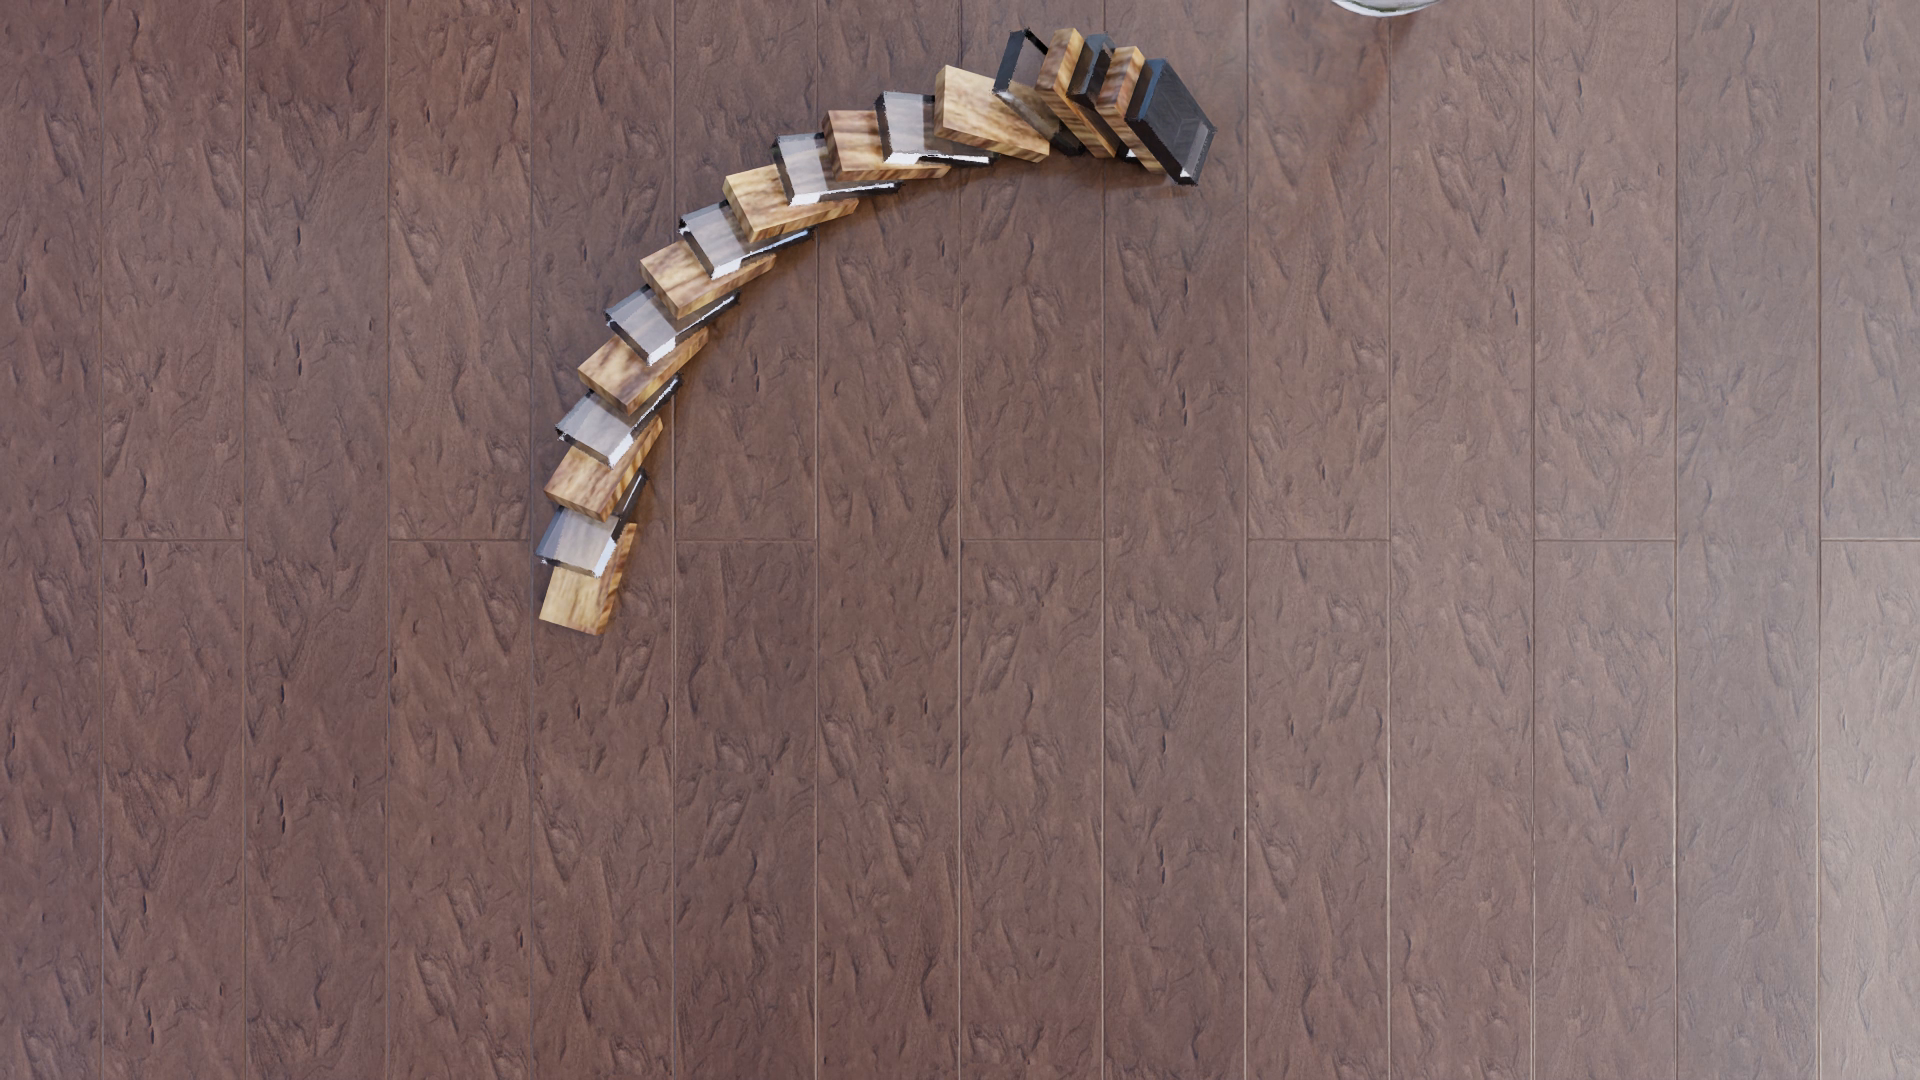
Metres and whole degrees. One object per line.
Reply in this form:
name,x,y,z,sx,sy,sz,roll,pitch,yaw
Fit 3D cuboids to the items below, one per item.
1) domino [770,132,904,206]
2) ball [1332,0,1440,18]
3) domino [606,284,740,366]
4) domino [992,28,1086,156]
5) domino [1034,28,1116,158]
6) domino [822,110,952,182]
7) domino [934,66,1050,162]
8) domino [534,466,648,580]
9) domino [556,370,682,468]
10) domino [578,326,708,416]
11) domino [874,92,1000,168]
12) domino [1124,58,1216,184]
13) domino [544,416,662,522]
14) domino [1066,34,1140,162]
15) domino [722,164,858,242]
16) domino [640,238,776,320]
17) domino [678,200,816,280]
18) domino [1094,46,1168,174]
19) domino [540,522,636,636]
domino,-0.051,-0.157,0.385,0.050,0.010,0.025,-18,90,-27
ball,0.175,-0.251,0.360,0.080,0.080,0.080,0,90,0
domino,-0.120,-0.098,0.385,0.025,0.010,0.050,45,64,0
domino,0.037,-0.184,0.379,0.050,0.010,0.025,18,90,-44
domino,0.052,-0.183,0.378,0.009,0.050,0.025,20,90,40
domino,-0.031,-0.166,0.385,0.050,0.009,0.025,-14,90,-27
domino,0.014,-0.178,0.385,0.050,0.009,0.025,3,90,-26
domino,-0.154,-0.011,0.385,0.025,0.010,0.050,17,65,0
domino,-0.142,-0.057,0.385,0.025,0.009,0.050,30,64,0
domino,-0.132,-0.078,0.385,0.025,0.009,0.050,37,64,0
domino,-0.009,-0.172,0.385,0.050,0.010,0.025,-9,90,-27
domino,0.087,-0.171,0.378,0.009,0.050,0.025,20,90,40
domino,-0.149,-0.035,0.385,0.025,0.009,0.050,23,65,0
domino,0.064,-0.181,0.378,0.010,0.050,0.025,20,90,40
domino,-0.071,-0.145,0.385,0.050,0.010,0.025,-27,90,-27
domino,-0.105,-0.116,0.385,0.050,0.010,0.025,-39,90,-26
domino,-0.089,-0.131,0.385,0.050,0.010,0.025,-33,90,-26
domino,0.076,-0.176,0.378,0.010,0.050,0.025,20,90,40
domino,-0.160,0.013,0.395,0.025,0.010,0.050,17,90,0
